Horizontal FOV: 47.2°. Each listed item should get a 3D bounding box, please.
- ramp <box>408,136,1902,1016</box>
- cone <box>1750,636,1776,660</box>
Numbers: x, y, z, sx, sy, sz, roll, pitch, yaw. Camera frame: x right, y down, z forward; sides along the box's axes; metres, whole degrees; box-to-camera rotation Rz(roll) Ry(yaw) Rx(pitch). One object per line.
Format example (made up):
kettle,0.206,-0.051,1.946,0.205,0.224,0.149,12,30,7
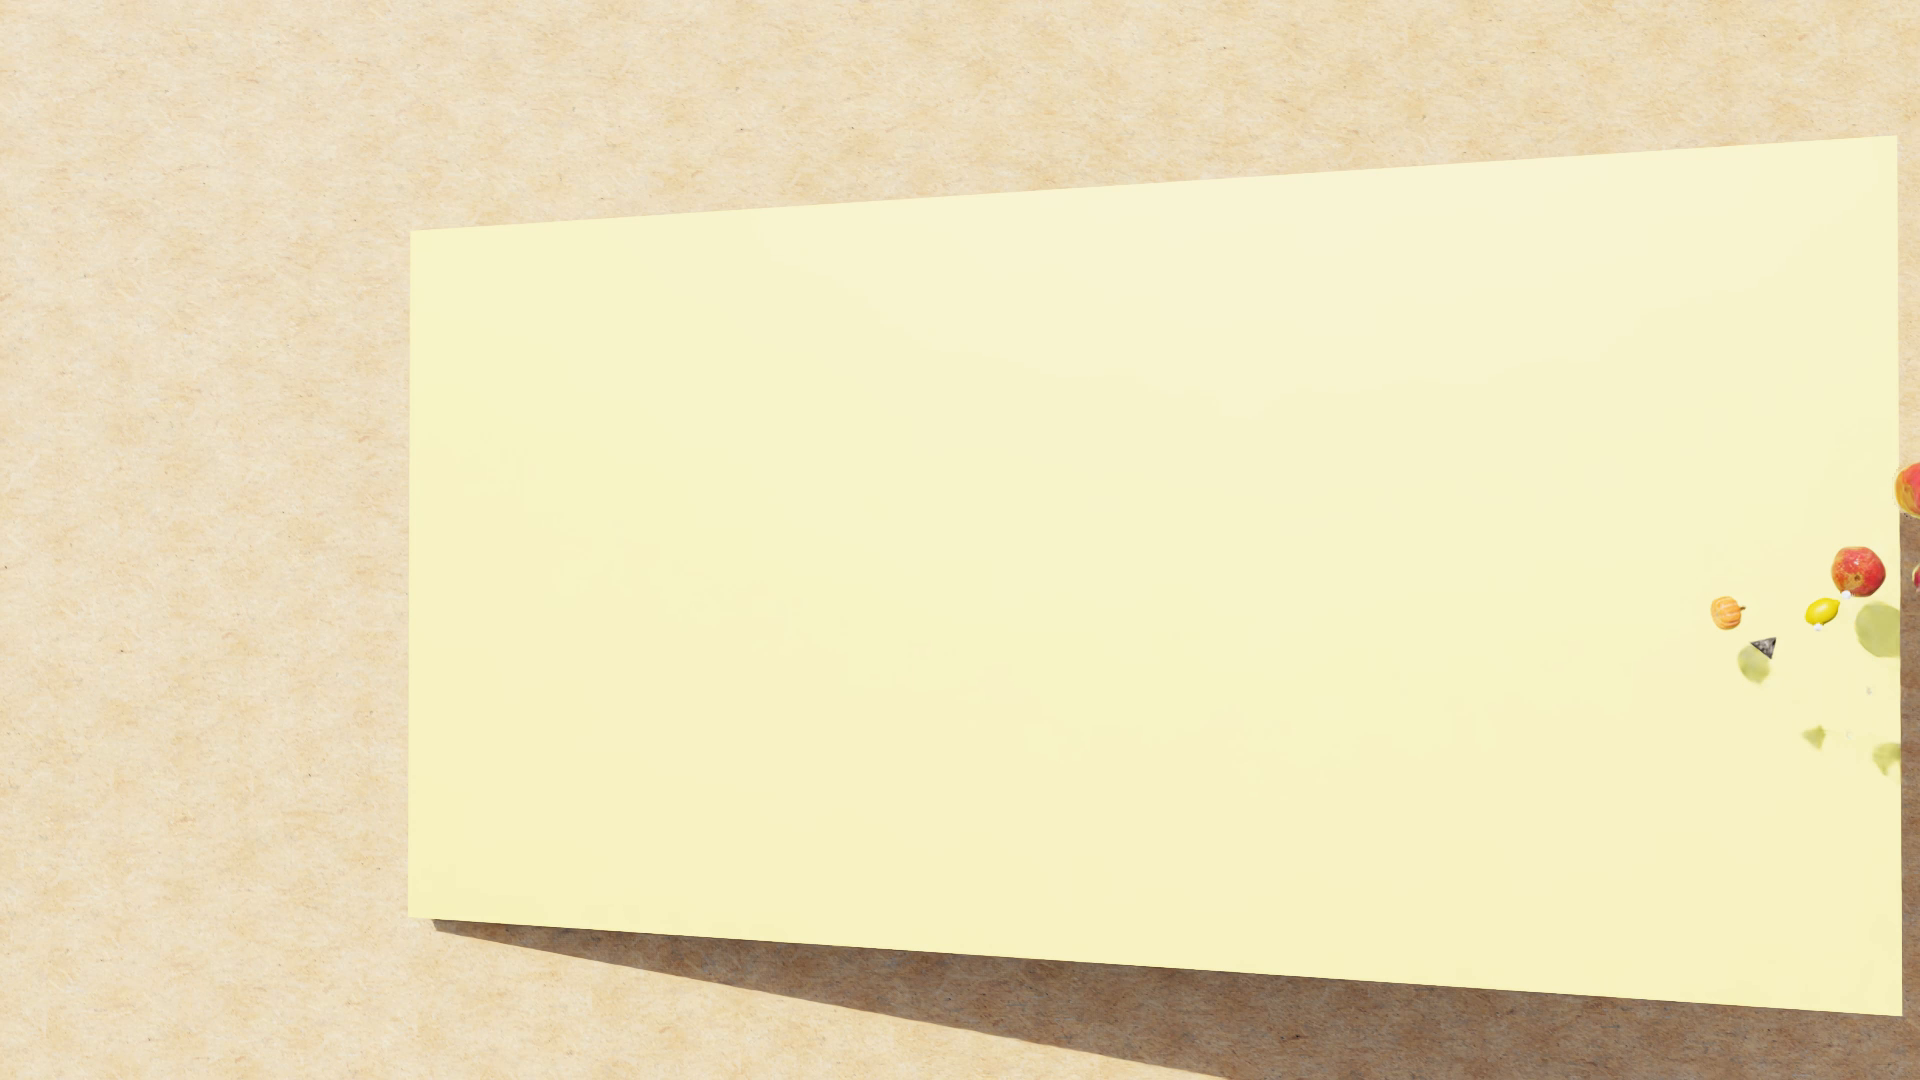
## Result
ramp,0.282,0.088,5.751,4.000,0.100,2.000,0,89,21
cone,1.714,0.225,4.705,0.053,0.053,0.053,13,89,18
